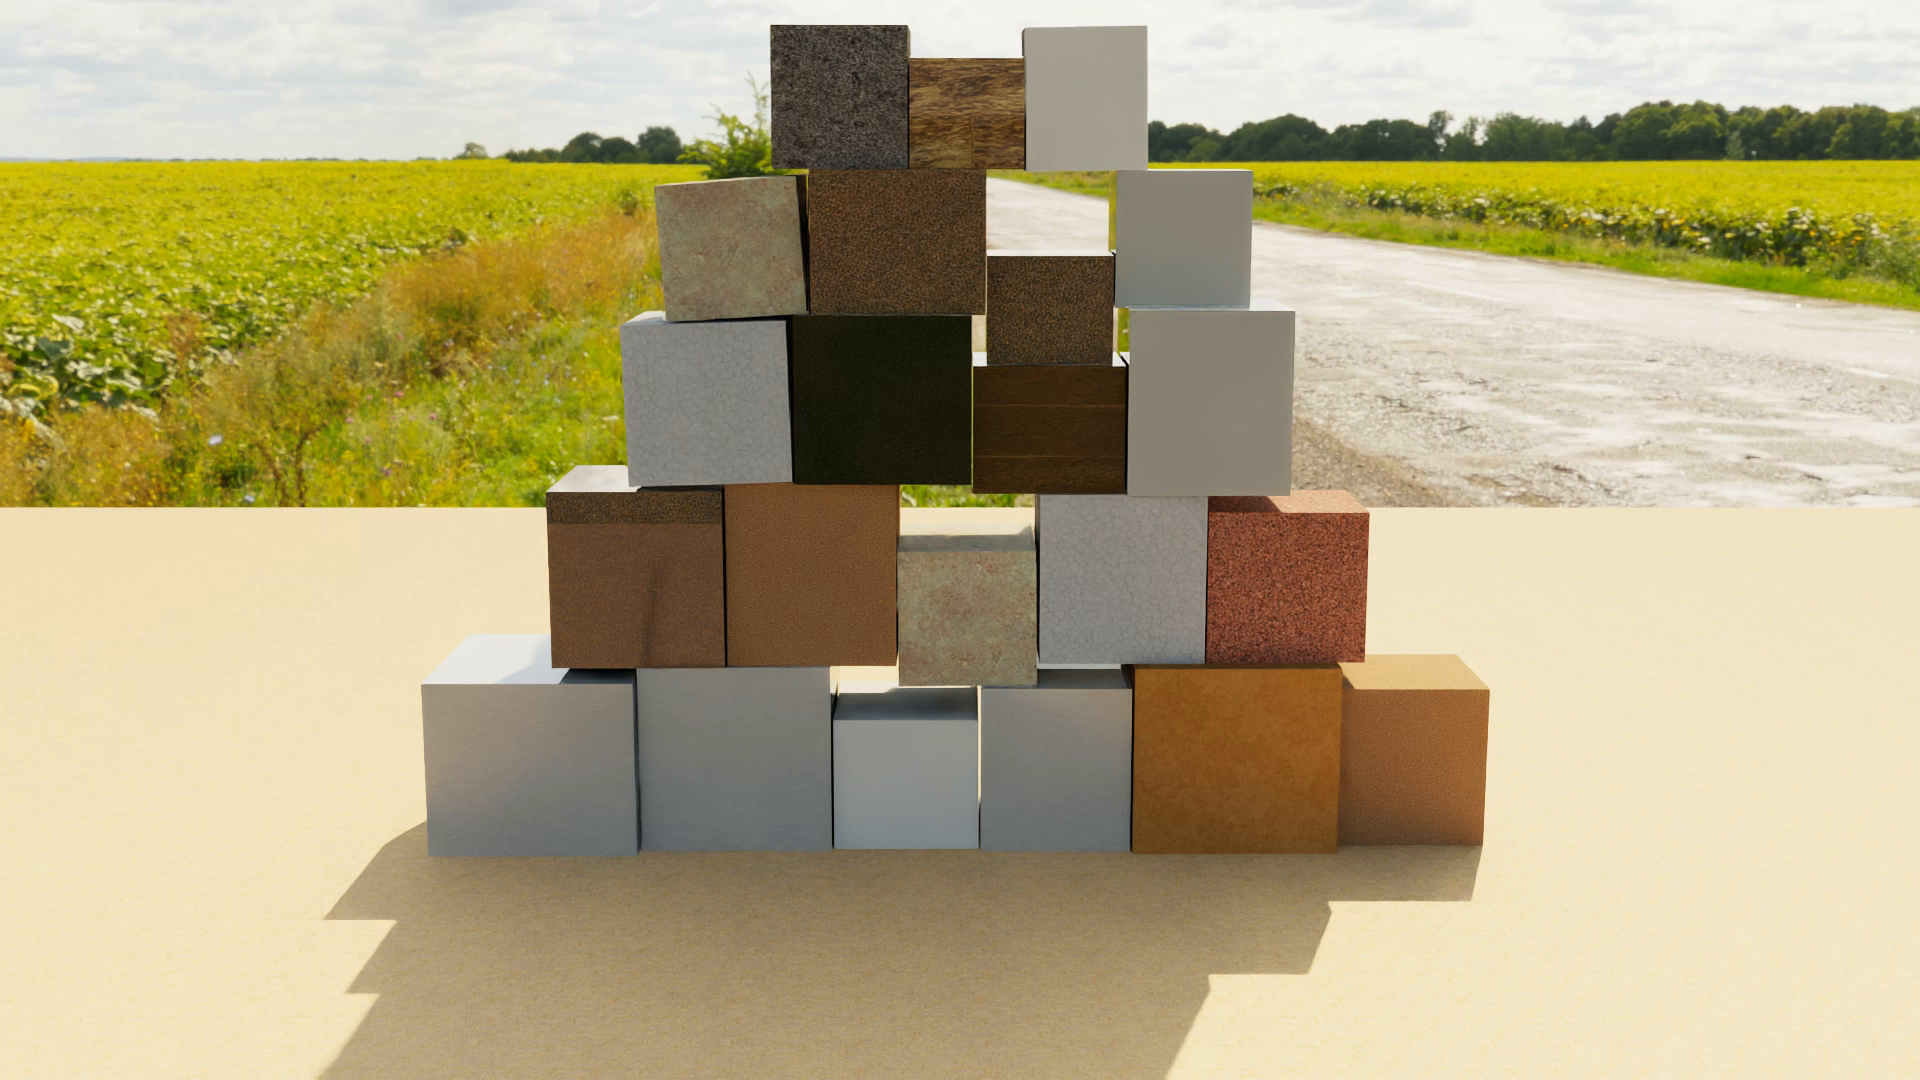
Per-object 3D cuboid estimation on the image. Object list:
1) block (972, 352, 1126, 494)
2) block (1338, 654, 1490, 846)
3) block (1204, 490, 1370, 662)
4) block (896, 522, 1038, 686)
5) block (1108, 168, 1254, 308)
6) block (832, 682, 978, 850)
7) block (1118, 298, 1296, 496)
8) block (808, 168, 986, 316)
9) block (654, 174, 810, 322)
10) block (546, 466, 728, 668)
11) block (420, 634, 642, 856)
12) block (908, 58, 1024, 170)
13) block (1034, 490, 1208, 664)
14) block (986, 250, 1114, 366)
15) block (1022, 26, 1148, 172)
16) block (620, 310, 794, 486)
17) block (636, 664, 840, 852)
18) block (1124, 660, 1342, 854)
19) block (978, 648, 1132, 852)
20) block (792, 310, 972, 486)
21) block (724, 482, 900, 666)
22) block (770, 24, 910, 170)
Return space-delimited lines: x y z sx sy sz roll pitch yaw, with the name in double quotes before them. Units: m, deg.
"block" 0.435 -0.599 11.074 0.742 0.627 0.717 0 10 0
"block" 2.263 1.074 11.391 0.751 0.811 0.758 0 10 0
"block" 1.616 0.174 11.203 0.789 0.755 0.706 0 10 0
"block" 0.035 0.318 11.253 0.688 0.679 0.814 -1 10 0
"block" 1.084 -1.504 10.920 0.659 0.661 0.545 0 10 0
"block" -0.269 1.151 11.371 0.723 0.667 0.803 0 10 0
"block" 1.213 -0.732 11.039 0.795 0.901 0.825 0 10 0
"block" -0.297 -1.492 10.905 0.843 0.690 0.816 0 10 0
"block" -1.101 -1.457 10.913 0.681 0.654 0.717 -4 10 1
"block" -1.585 0.121 11.183 0.852 0.880 0.879 0 10 0
"block" -2.122 1.039 11.387 1.034 0.881 1.110 0 10 0
"block" 0.032 -2.087 10.787 0.553 0.524 0.549 0 10 0
"block" 0.803 0.124 11.220 0.819 0.848 0.816 0 10 0
"block" 0.437 -1.166 10.959 0.615 0.529 0.595 0 10 0
"block" 0.606 -2.161 10.802 0.587 0.680 0.554 -1 10 0
"block" -1.222 -0.734 11.047 0.796 0.781 0.898 -2 10 0
"block" -1.118 1.015 11.353 0.954 0.941 0.881 0 10 0
"block" 1.369 1.011 11.359 1.017 0.947 0.987 0 10 0
"block" 0.476 1.065 11.372 0.748 0.836 0.906 0 10 0
"block" -0.372 -0.750 11.034 0.858 0.816 0.905 0 10 0
"block" -0.730 0.099 11.198 0.834 0.916 0.828 0 10 0
"block" -0.574 -2.164 10.783 0.650 0.674 0.690 0 10 0
